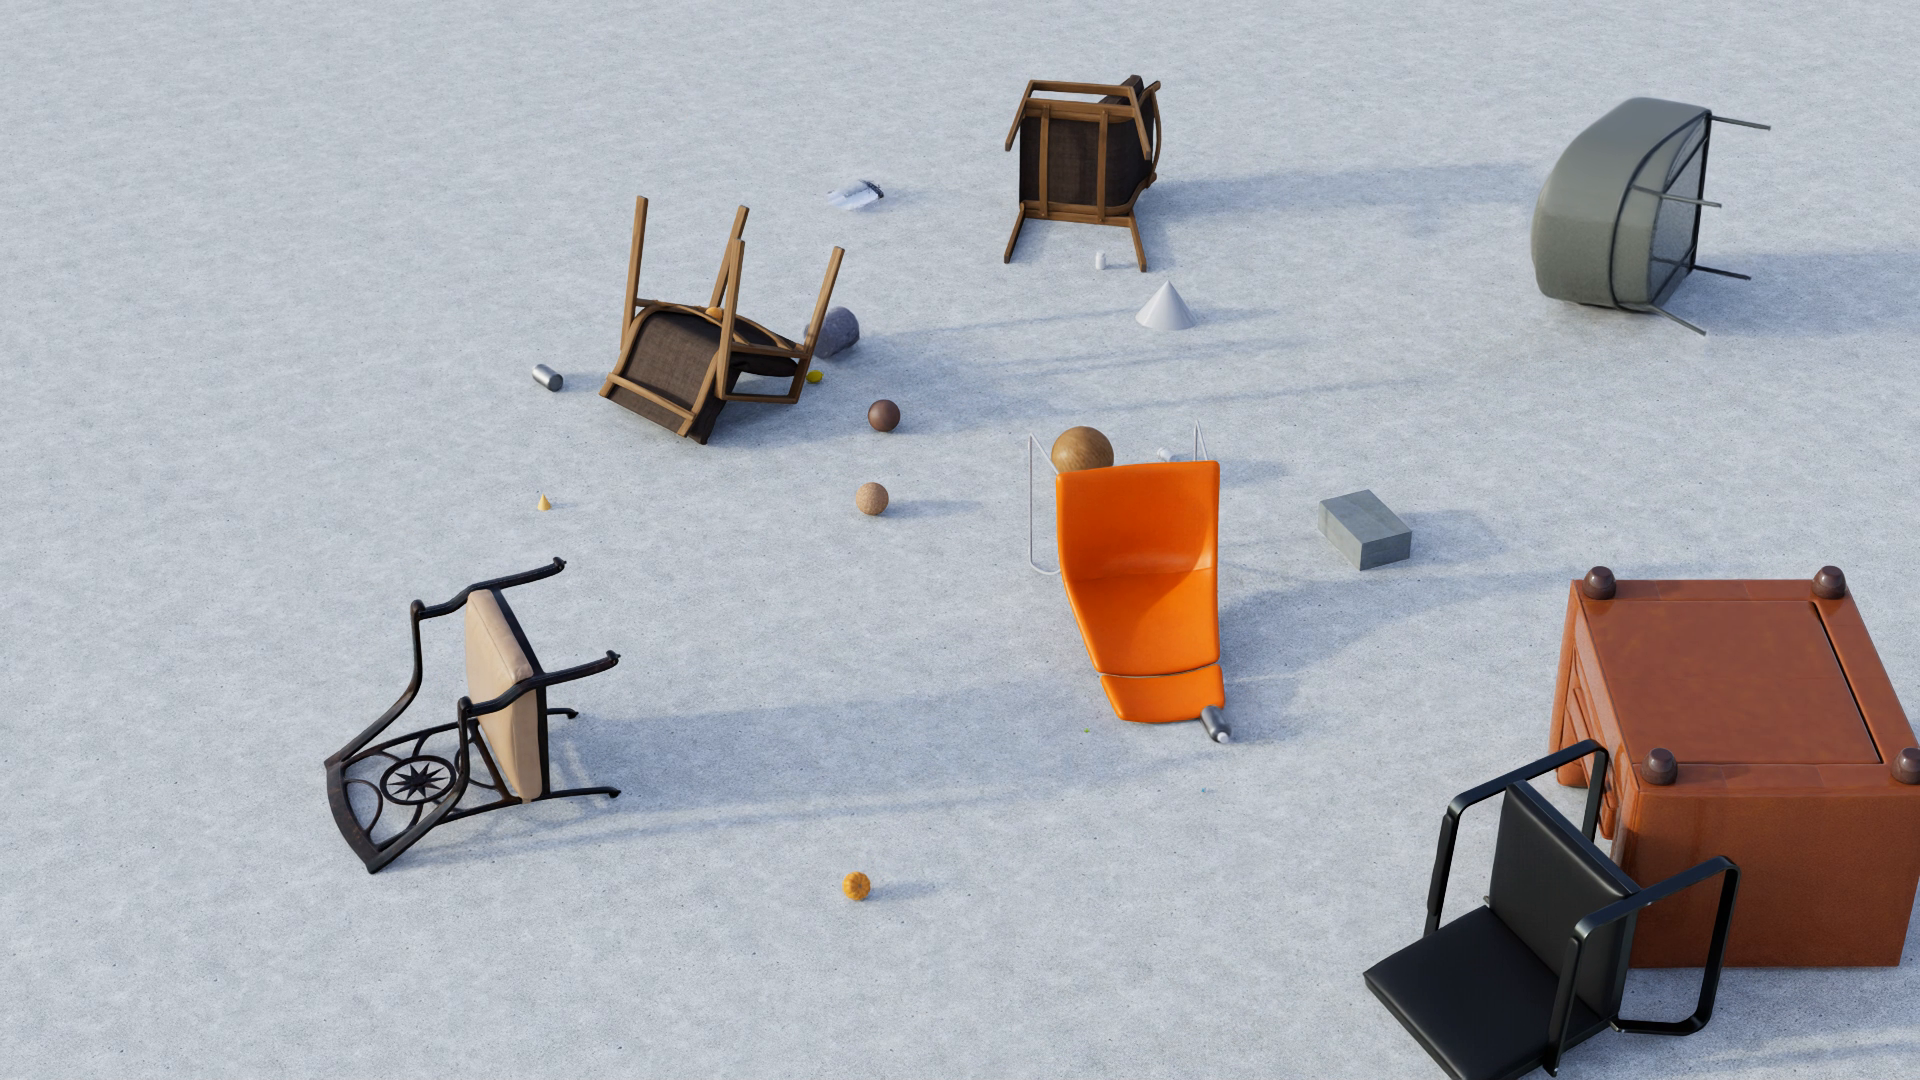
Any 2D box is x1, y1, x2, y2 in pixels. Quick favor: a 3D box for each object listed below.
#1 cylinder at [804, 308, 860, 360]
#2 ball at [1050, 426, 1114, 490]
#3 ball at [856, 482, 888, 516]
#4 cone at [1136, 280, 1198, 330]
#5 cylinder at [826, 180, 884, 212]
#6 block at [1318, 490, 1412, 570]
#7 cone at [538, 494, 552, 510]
[{"bbox_3d":[-0.527,-0.852,12.084,0.162,0.171,0.164,44,49,18],"label":"cylinder"},{"bbox_3d":[0.467,-0.315,11.202,0.242,0.242,0.242,0,33,0],"label":"ball"},{"bbox_3d":[-0.331,-0.156,11.067,0.126,0.126,0.126,0,33,0],"label":"ball"},{"bbox_3d":[0.871,-1.010,12.306,0.264,0.189,0.194,8,34,12],"label":"cone"},{"bbox_3d":[-0.473,-1.557,13.242,0.176,0.072,0.192,-27,41,-34],"label":"cylinder"},{"bbox_3d":[1.502,-0.039,10.893,0.212,0.121,0.315,-13,36,-19],"label":"block"},{"bbox_3d":[-1.578,-0.152,11.118,0.051,0.062,0.057,-8,34,-11],"label":"cone"}]
